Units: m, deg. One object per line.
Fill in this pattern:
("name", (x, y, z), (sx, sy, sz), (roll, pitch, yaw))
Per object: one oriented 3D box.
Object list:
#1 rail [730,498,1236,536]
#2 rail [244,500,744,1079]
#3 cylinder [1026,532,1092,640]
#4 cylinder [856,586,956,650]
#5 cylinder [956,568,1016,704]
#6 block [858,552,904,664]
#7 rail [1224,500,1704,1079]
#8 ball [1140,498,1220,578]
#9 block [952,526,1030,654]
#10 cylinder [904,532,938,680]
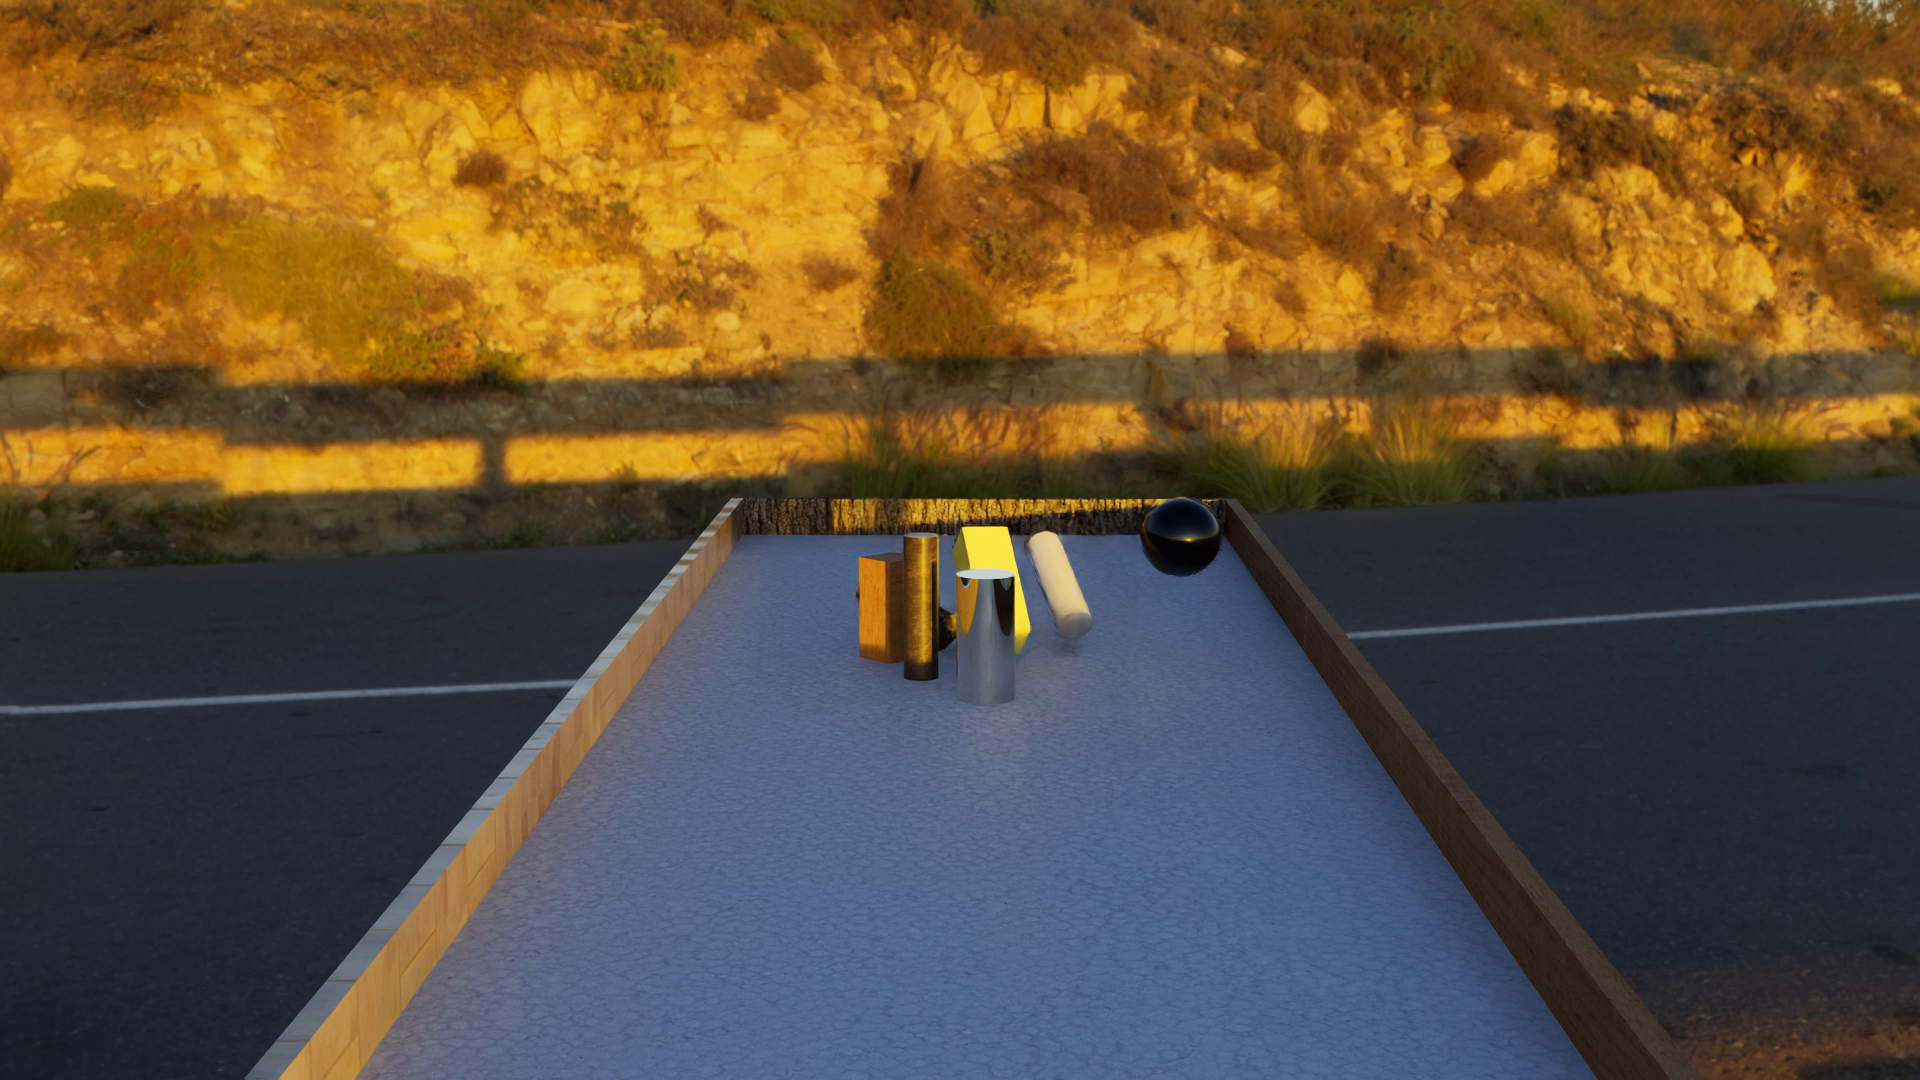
("rail", (0.099, -0.098, 9.147), (2.100, 0.150, 0.050), (0, 9, 1))
("rail", (-1.004, 0.839, 3.234), (0.050, 0.150, 12.000), (0, 9, 1))
("cylinder", (0.320, 0.145, 7.133), (0.118, 0.118, 0.420), (-2, 37, -14))
("cylinder", (-0.165, 0.220, 6.928), (0.339, 0.122, 0.122), (29, 25, 35))
("cylinder", (0.073, 0.270, 6.174), (0.165, 0.354, 0.165), (0, 9, 0))
("block", (-0.209, 0.206, 6.717), (0.139, 0.311, 0.139), (-9, 13, -44))
("rail", (1.046, 0.843, 3.208), (0.050, 0.150, 12.000), (0, 9, 1))
("ball", (0.715, -0.009, 7.125), (0.259, 0.259, 0.259), (0, 9, 0))
("block", (0.096, 0.157, 6.808), (0.146, 0.379, 0.146), (-2, -34, -16))
("cylinder", (-0.114, 0.195, 6.432), (0.103, 0.423, 0.103), (0, 9, 0))
